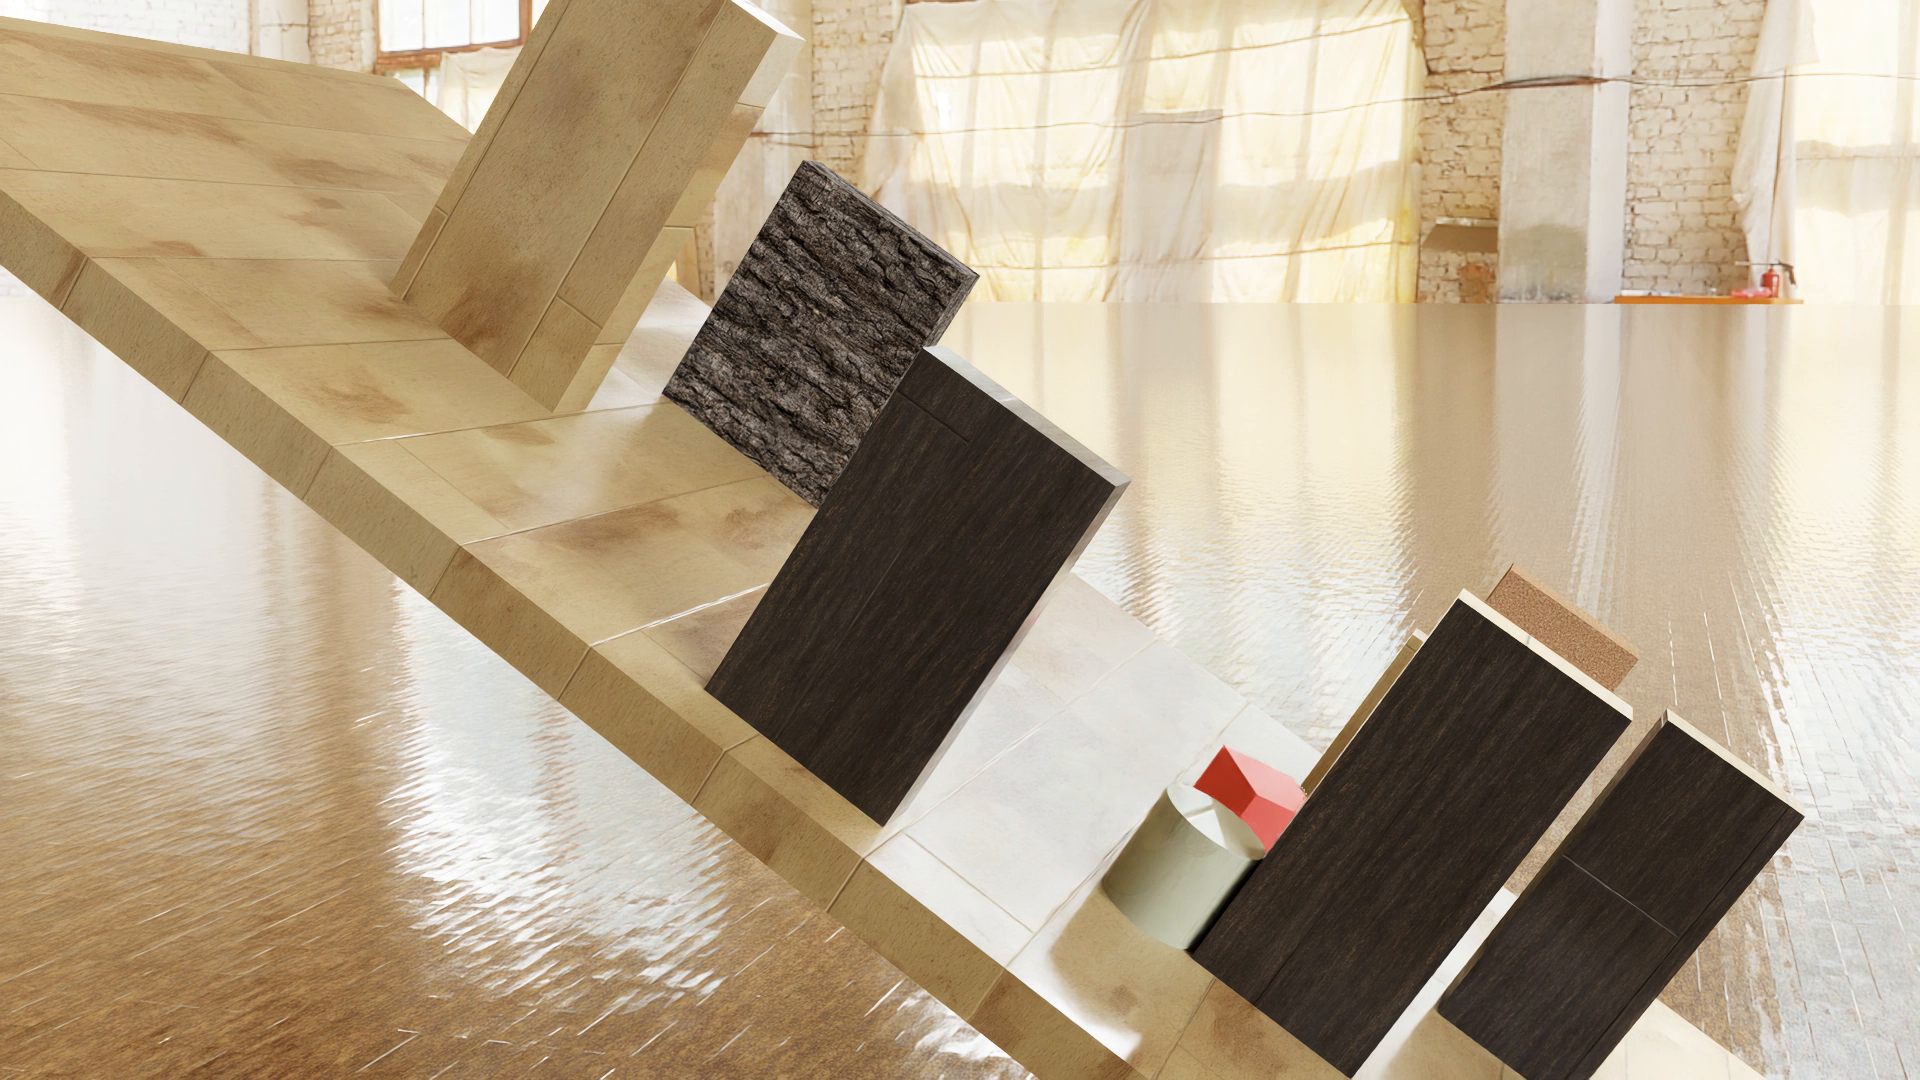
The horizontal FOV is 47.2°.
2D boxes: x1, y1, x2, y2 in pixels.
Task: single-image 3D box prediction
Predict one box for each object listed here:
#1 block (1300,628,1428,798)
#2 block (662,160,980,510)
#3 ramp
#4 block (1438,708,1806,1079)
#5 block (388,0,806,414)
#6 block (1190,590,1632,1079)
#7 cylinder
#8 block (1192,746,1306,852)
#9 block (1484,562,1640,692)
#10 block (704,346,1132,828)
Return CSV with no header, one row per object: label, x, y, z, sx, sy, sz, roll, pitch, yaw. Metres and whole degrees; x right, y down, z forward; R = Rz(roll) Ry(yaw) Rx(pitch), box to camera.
block,0.966,0.473,4.432,0.416,0.420,0.081,36,15,10
block,-0.278,-0.404,4.340,0.399,0.550,0.098,36,15,10
ramp,-0.112,0.192,4.092,4.000,0.100,2.000,36,15,10
block,1.138,0.640,3.815,0.269,0.659,0.106,36,15,10
block,-0.655,-0.665,3.923,0.394,0.787,0.131,36,15,10
block,0.686,0.453,3.375,0.305,0.707,0.103,36,15,10
cylinder,0.355,0.518,3.493,0.187,0.187,0.187,31,15,-10
block,0.514,0.501,3.913,0.165,0.165,0.165,26,17,-26
block,1.101,0.389,4.599,0.309,0.612,0.125,36,15,10
block,-0.067,0.068,3.201,0.339,0.613,0.104,36,15,10
